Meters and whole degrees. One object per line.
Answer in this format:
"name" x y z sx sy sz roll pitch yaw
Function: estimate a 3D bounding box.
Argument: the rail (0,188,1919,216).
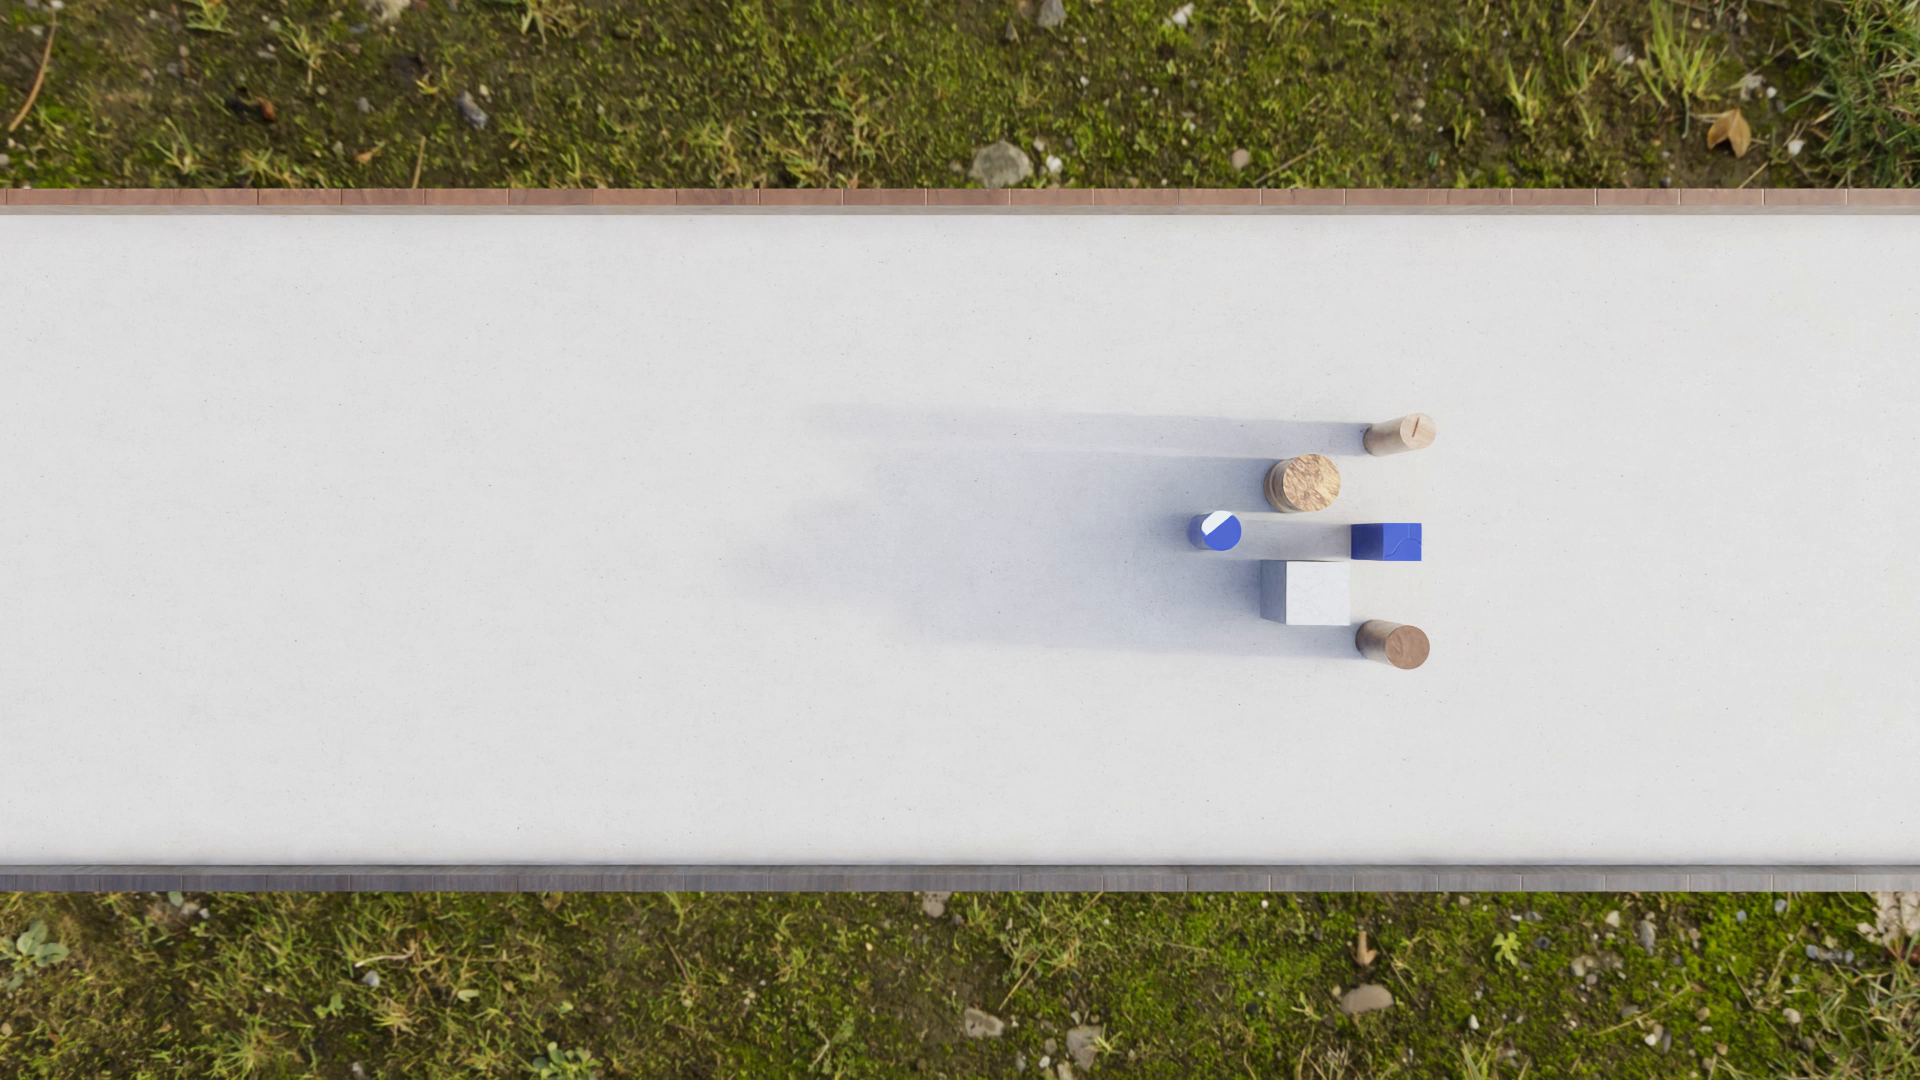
"rail" -2.247 -1.025 5.002 12.000 0.150 0.050 0 90 0

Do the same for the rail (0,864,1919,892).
"rail" -2.247 1.025 5.001 12.000 0.150 0.050 0 90 0

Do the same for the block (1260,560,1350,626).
"block" 1.014 0.151 4.872 0.179 0.409 0.179 1 90 0

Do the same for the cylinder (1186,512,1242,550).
"cylinder" 0.756 -0.026 4.922 0.116 0.308 0.116 0 90 0

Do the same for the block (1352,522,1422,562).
"block" 1.259 0.006 4.884 0.109 0.386 0.109 0 90 0

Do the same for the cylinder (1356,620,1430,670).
"cylinder" 1.281 0.308 4.898 0.128 0.357 0.128 0 90 0

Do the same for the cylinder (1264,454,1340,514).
"cylinder" 1.017 -0.166 4.921 0.167 0.311 0.167 0 90 0

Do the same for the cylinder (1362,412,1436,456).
"cylinder" 1.291 -0.307 4.862 0.102 0.430 0.102 0 90 0
